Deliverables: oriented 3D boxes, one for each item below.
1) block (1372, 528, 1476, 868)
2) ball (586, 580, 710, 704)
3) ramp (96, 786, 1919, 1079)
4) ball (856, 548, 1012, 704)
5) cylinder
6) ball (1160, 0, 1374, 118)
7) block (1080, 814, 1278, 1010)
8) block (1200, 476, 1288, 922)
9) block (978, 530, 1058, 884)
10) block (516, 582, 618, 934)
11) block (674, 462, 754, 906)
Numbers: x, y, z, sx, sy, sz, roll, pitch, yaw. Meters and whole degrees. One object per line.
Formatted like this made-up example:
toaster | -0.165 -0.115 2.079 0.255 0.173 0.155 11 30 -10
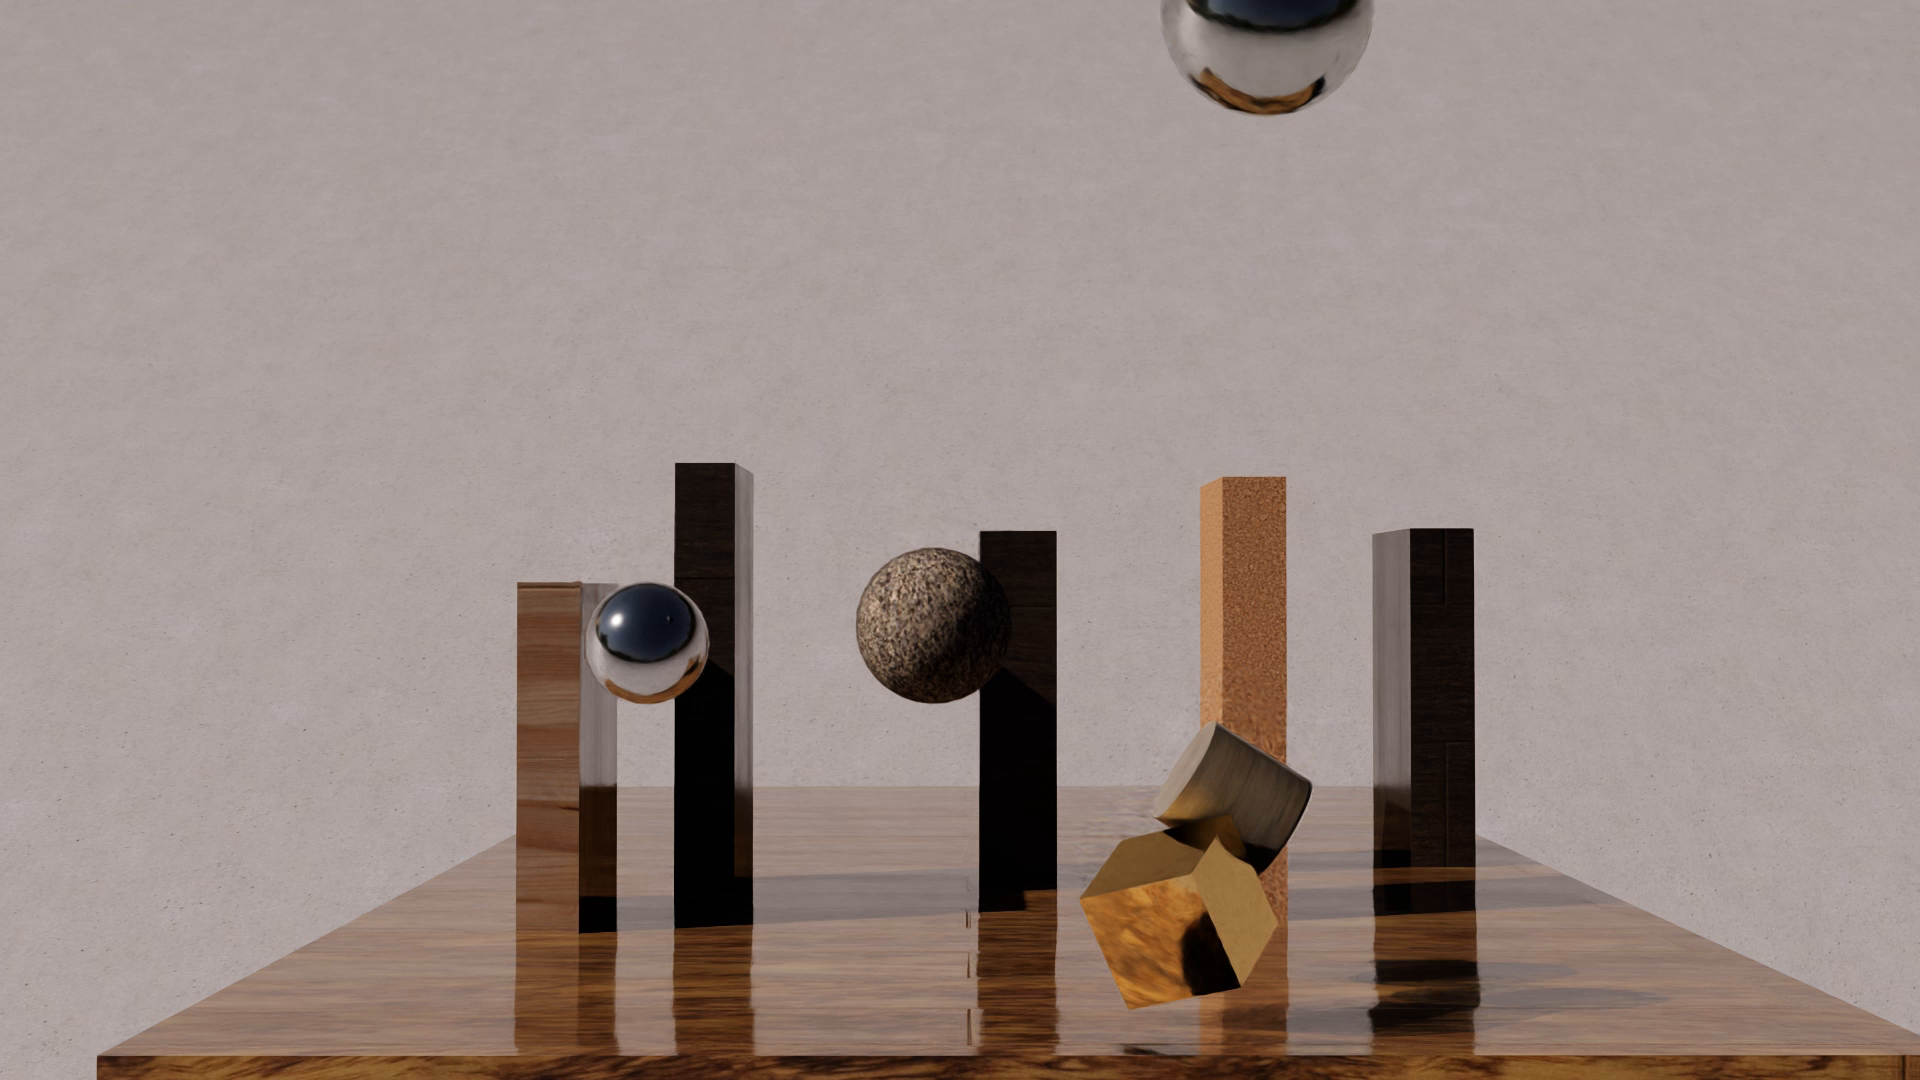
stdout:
block | 0.881 0.293 4.953 0.117 0.618 0.433 0 -1 0
ball | -0.314 0.103 2.610 0.124 0.124 0.124 0 34 0
ramp | 0.074 0.648 4.778 2.000 0.100 4.000 0 -1 0
ball | -0.032 0.104 3.172 0.191 0.191 0.191 0 34 0
cylinder | 0.322 0.307 3.074 0.135 0.135 0.135 32 37 -3
ball | 0.269 -0.465 2.273 0.186 0.186 0.186 0 34 0
block | 0.252 0.427 2.977 0.146 0.146 0.146 -18 13 29
block | 0.449 0.245 4.129 0.097 0.675 0.365 0 -1 0
block | 0.101 0.290 4.598 0.132 0.607 0.275 0 -1 0
block | -0.604 0.324 4.012 0.092 0.514 0.424 0 -1 0
block | -0.409 0.234 4.344 0.097 0.708 0.374 0 -1 0
